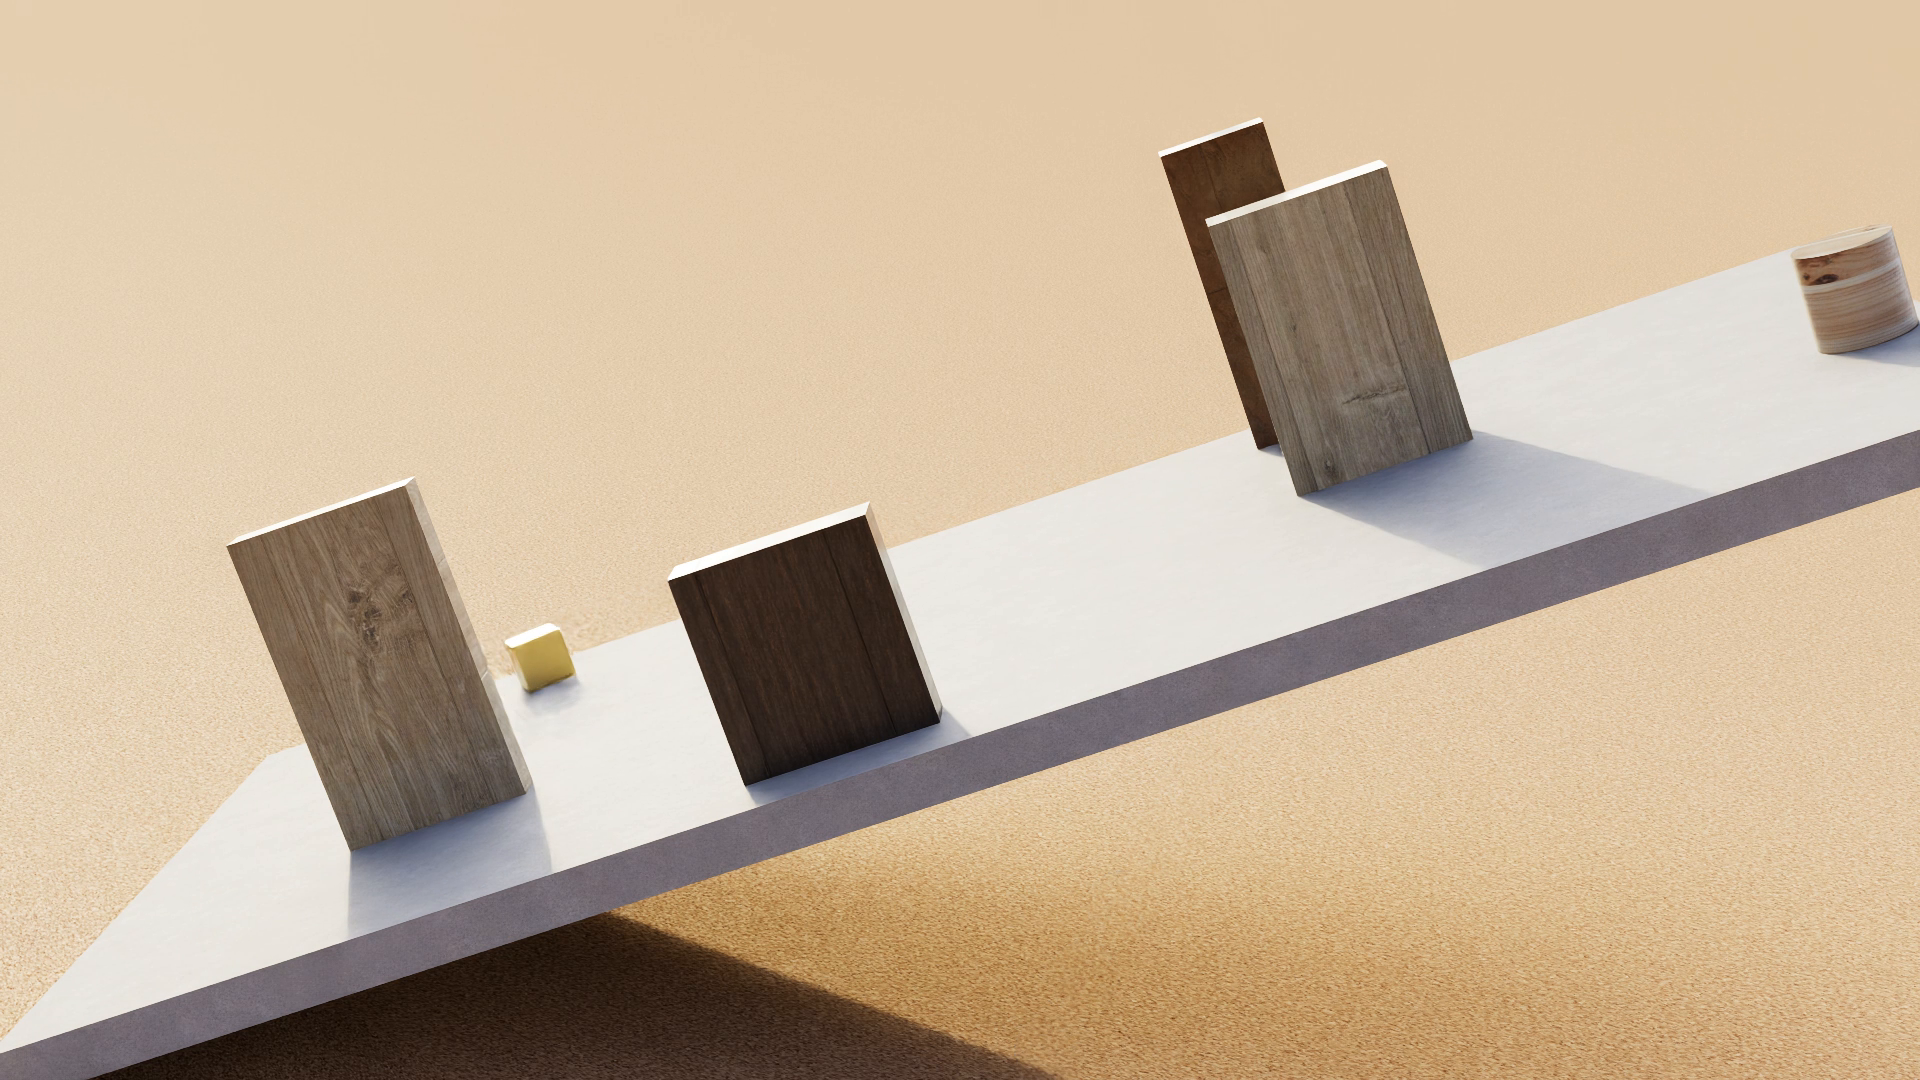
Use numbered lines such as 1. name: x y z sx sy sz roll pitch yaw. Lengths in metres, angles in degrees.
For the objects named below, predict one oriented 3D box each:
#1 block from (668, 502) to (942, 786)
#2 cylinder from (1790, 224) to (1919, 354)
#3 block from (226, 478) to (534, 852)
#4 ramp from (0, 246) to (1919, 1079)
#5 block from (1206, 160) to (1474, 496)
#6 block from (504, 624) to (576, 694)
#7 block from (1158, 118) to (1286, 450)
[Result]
1. block: -0.288 0.196 5.536 0.391 0.420 0.117 -18 11 6
2. cylinder: 1.799 -0.505 5.914 0.203 0.203 0.203 -19 11 4
3. block: -1.197 0.260 6.090 0.395 0.689 0.087 -18 11 6
4. ramp: 0.109 0.179 6.303 4.000 0.100 2.000 -18 11 6
5. block: 0.810 -0.452 6.290 0.392 0.613 0.145 -18 11 6
6. block: -1.021 0.286 7.158 0.121 0.121 0.121 -23 11 -16
7. block: 0.701 -0.600 6.905 0.248 0.727 0.126 -18 11 6
